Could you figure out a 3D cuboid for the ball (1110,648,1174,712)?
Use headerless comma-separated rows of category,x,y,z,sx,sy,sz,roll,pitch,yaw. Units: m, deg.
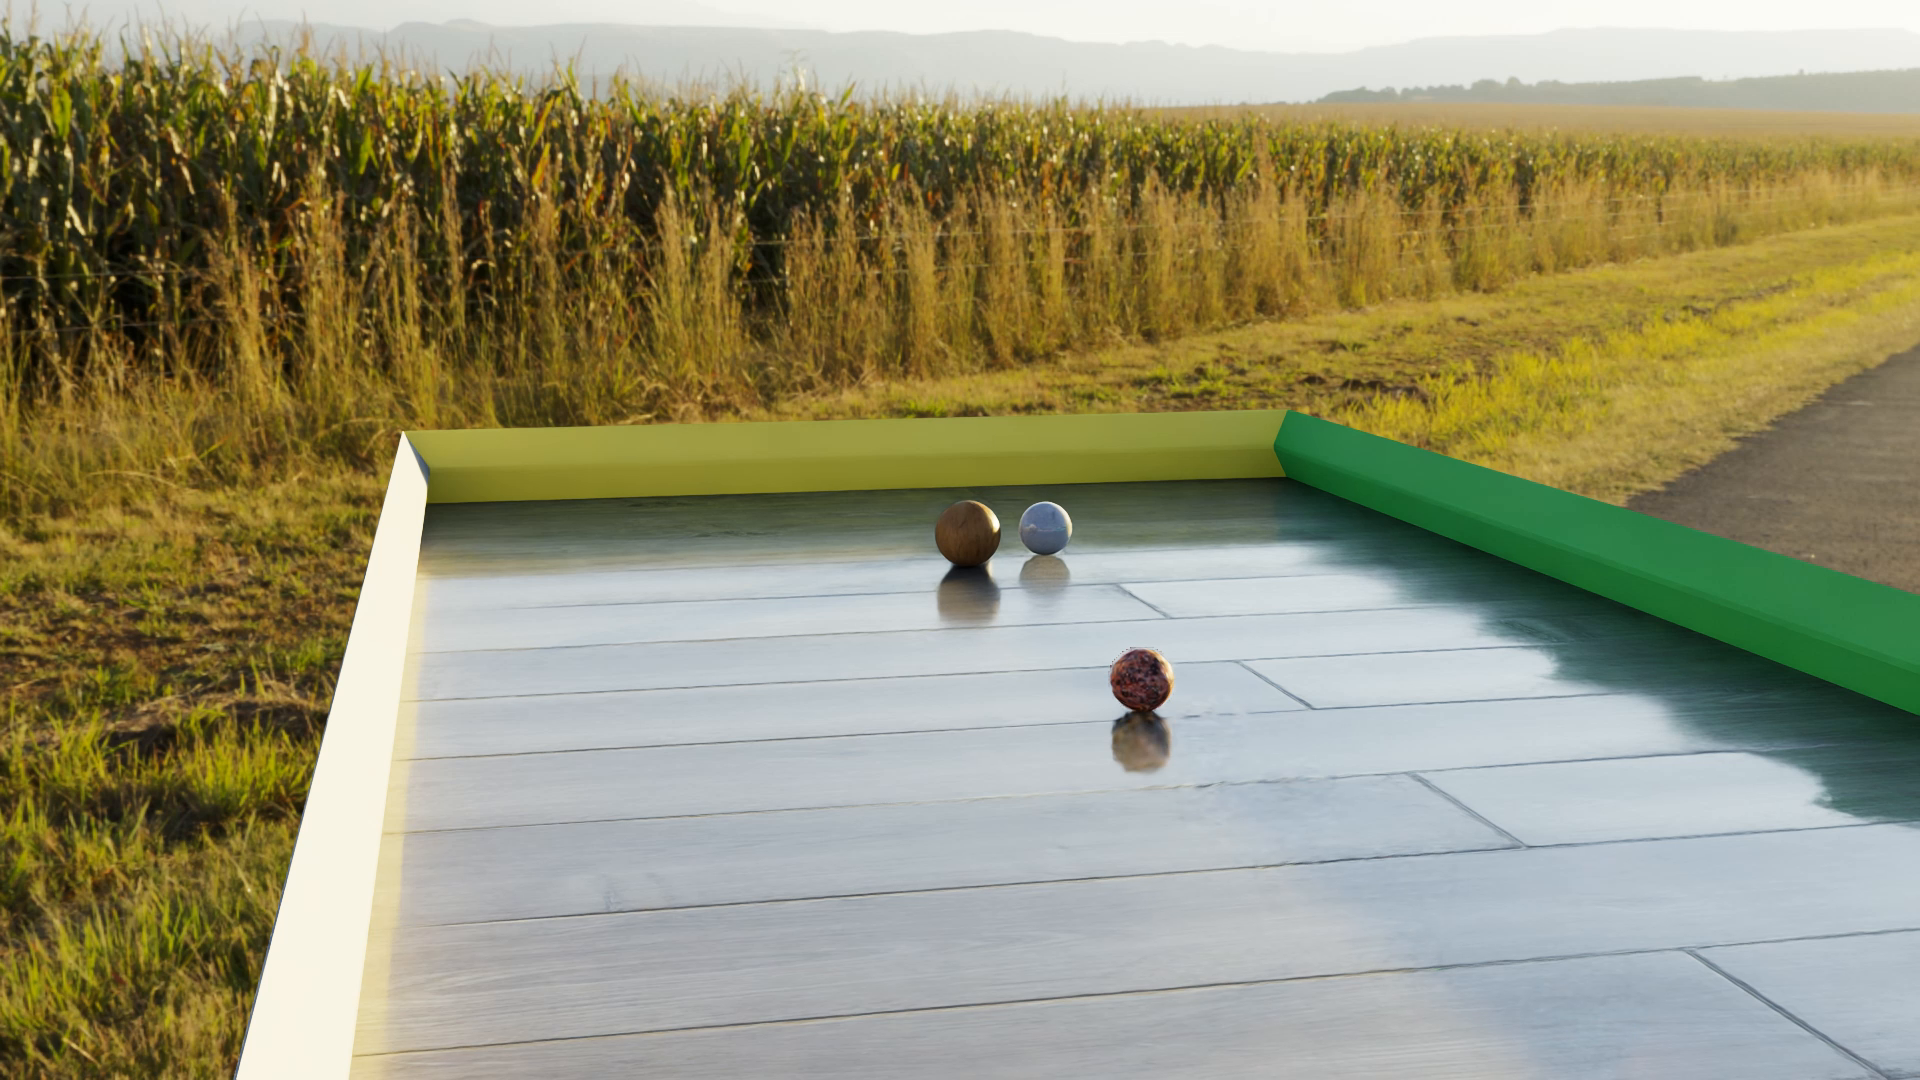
ball,0.196,0.151,2.364,0.068,0.068,0.068,0,10,0

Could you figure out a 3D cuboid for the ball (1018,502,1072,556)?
ball,0.129,-0.017,3.319,0.081,0.081,0.081,0,10,0

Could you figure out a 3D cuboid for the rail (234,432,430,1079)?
rail,-0.598,0.136,2.269,0.045,0.126,3.234,-2,10,-12

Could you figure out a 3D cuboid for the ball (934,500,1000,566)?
ball,0.011,-0.009,3.224,0.097,0.097,0.097,0,10,0

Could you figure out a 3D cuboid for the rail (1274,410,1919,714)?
rail,0.945,0.080,2.603,0.045,0.126,3.234,-2,10,-12

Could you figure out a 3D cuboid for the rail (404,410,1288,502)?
rail,-0.168,-0.151,3.970,1.627,0.126,0.045,-2,10,-12
